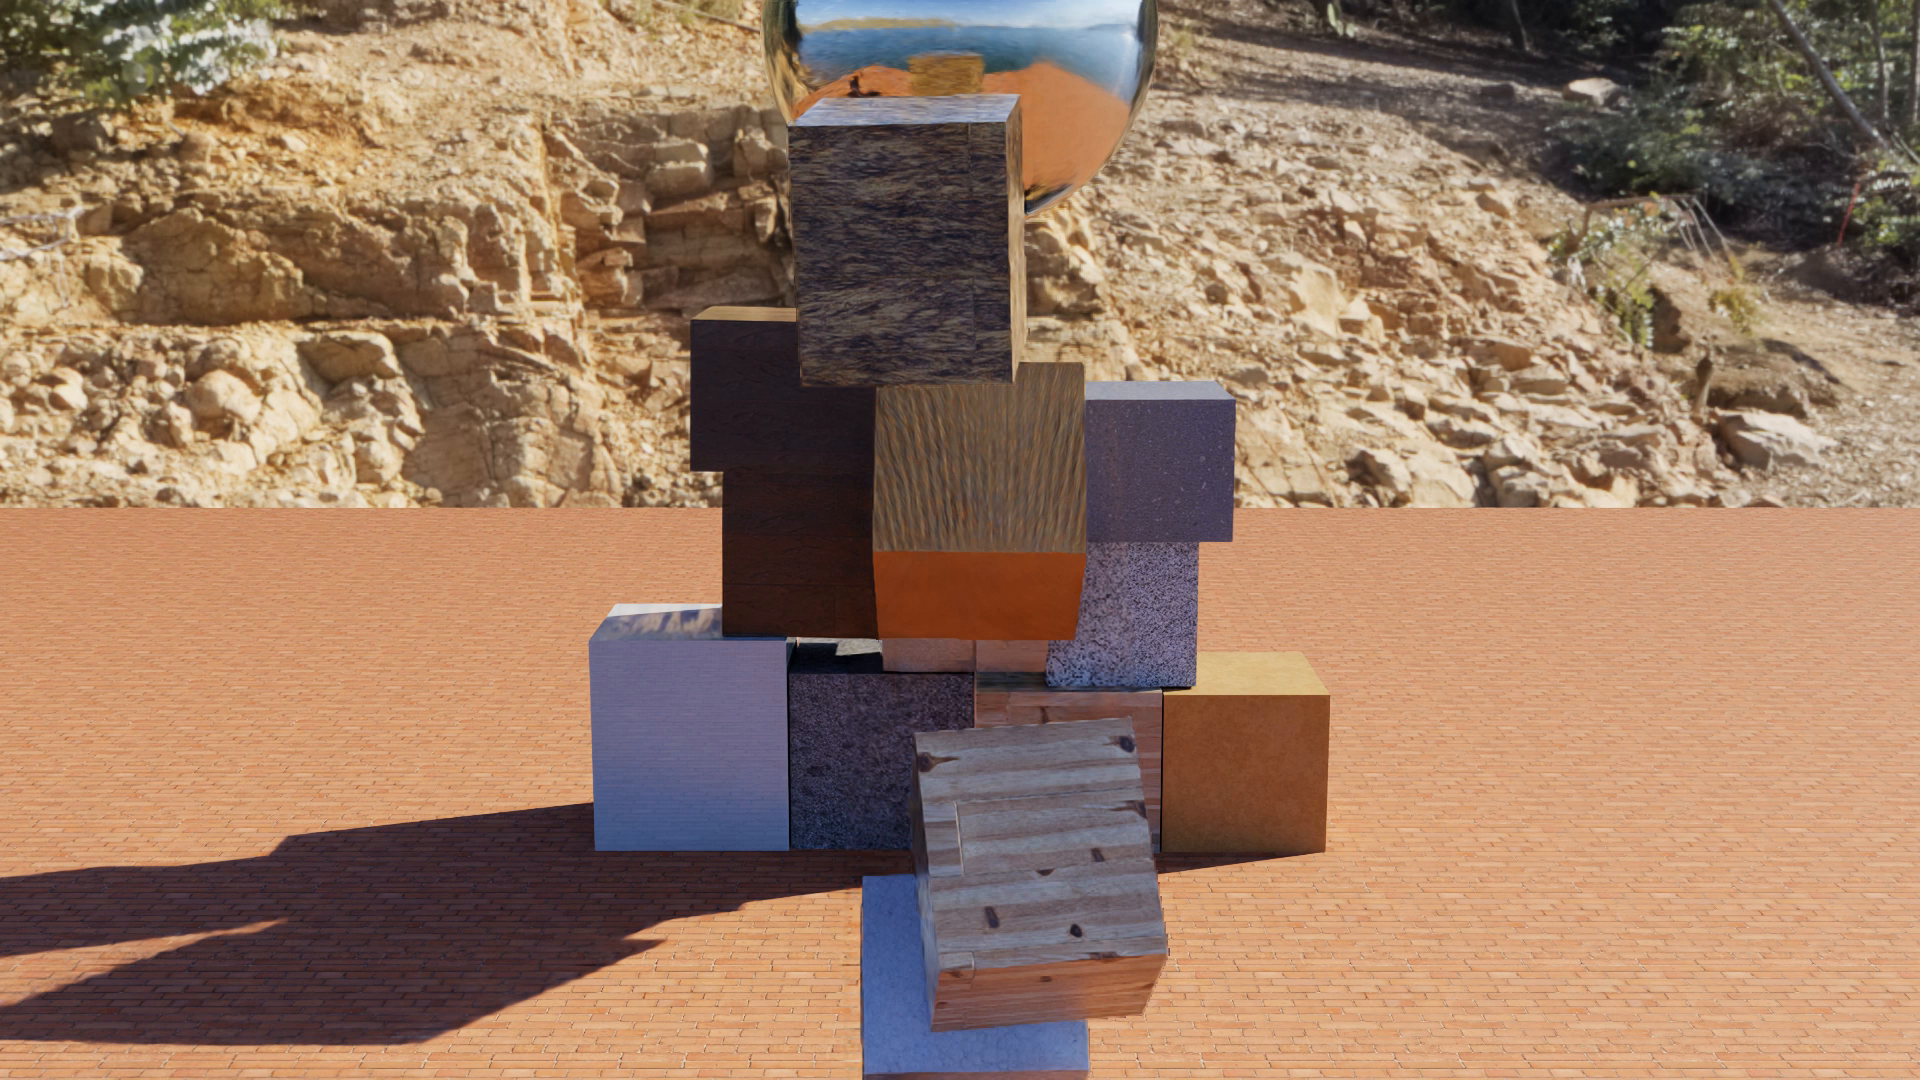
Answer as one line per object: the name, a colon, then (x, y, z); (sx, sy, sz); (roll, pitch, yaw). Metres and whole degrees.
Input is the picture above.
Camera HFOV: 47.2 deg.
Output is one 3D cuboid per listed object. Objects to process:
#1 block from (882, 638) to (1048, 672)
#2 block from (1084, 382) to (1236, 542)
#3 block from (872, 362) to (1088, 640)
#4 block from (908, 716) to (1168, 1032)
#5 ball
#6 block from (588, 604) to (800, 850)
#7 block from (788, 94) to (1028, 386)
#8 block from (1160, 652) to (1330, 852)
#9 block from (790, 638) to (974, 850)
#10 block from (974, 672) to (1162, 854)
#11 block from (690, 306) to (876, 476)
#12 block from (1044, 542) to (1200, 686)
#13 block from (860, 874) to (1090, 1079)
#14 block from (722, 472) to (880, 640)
block: (0.025, 0.184, 10.767); (0.804, 0.723, 0.679); (0, -24, 0)
block: (0.938, -0.409, 11.124); (0.795, 0.703, 0.825); (0, 10, 0)
block: (0.084, -0.162, 10.000); (0.914, 0.920, 1.003); (1, -24, 0)
block: (0.233, 1.114, 7.297); (0.716, 0.809, 0.645); (-4, -28, -6)
ball: (0.000, -2.052, 8.880); (1.600, 1.600, 1.600); (0, 10, 0)
block: (-1.341, 0.947, 11.346); (0.971, 1.077, 0.883); (0, 10, 0)
block: (-0.154, -1.028, 7.443); (0.696, 0.852, 0.732); (0, 18, 6)
block: (1.417, 1.080, 11.366); (0.821, 0.809, 0.915); (0, 10, 0)
block: (-0.387, 1.029, 11.383); (0.915, 0.903, 0.871); (0, 10, 0)
block: (0.538, 1.069, 11.381); (0.917, 0.824, 0.983); (0, 10, 0)
block: (-0.831, -0.764, 11.059); (0.938, 0.739, 0.859); (2, 10, 0)
block: (0.805, 0.299, 11.255); (0.745, 0.737, 0.747); (0, 10, 0)
block: (0.030, 1.631, 7.819); (0.754, 0.686, 0.733); (0, -26, -3)
block: (-0.776, 0.010, 11.185); (0.786, 0.826, 0.736); (1, 10, 0)
